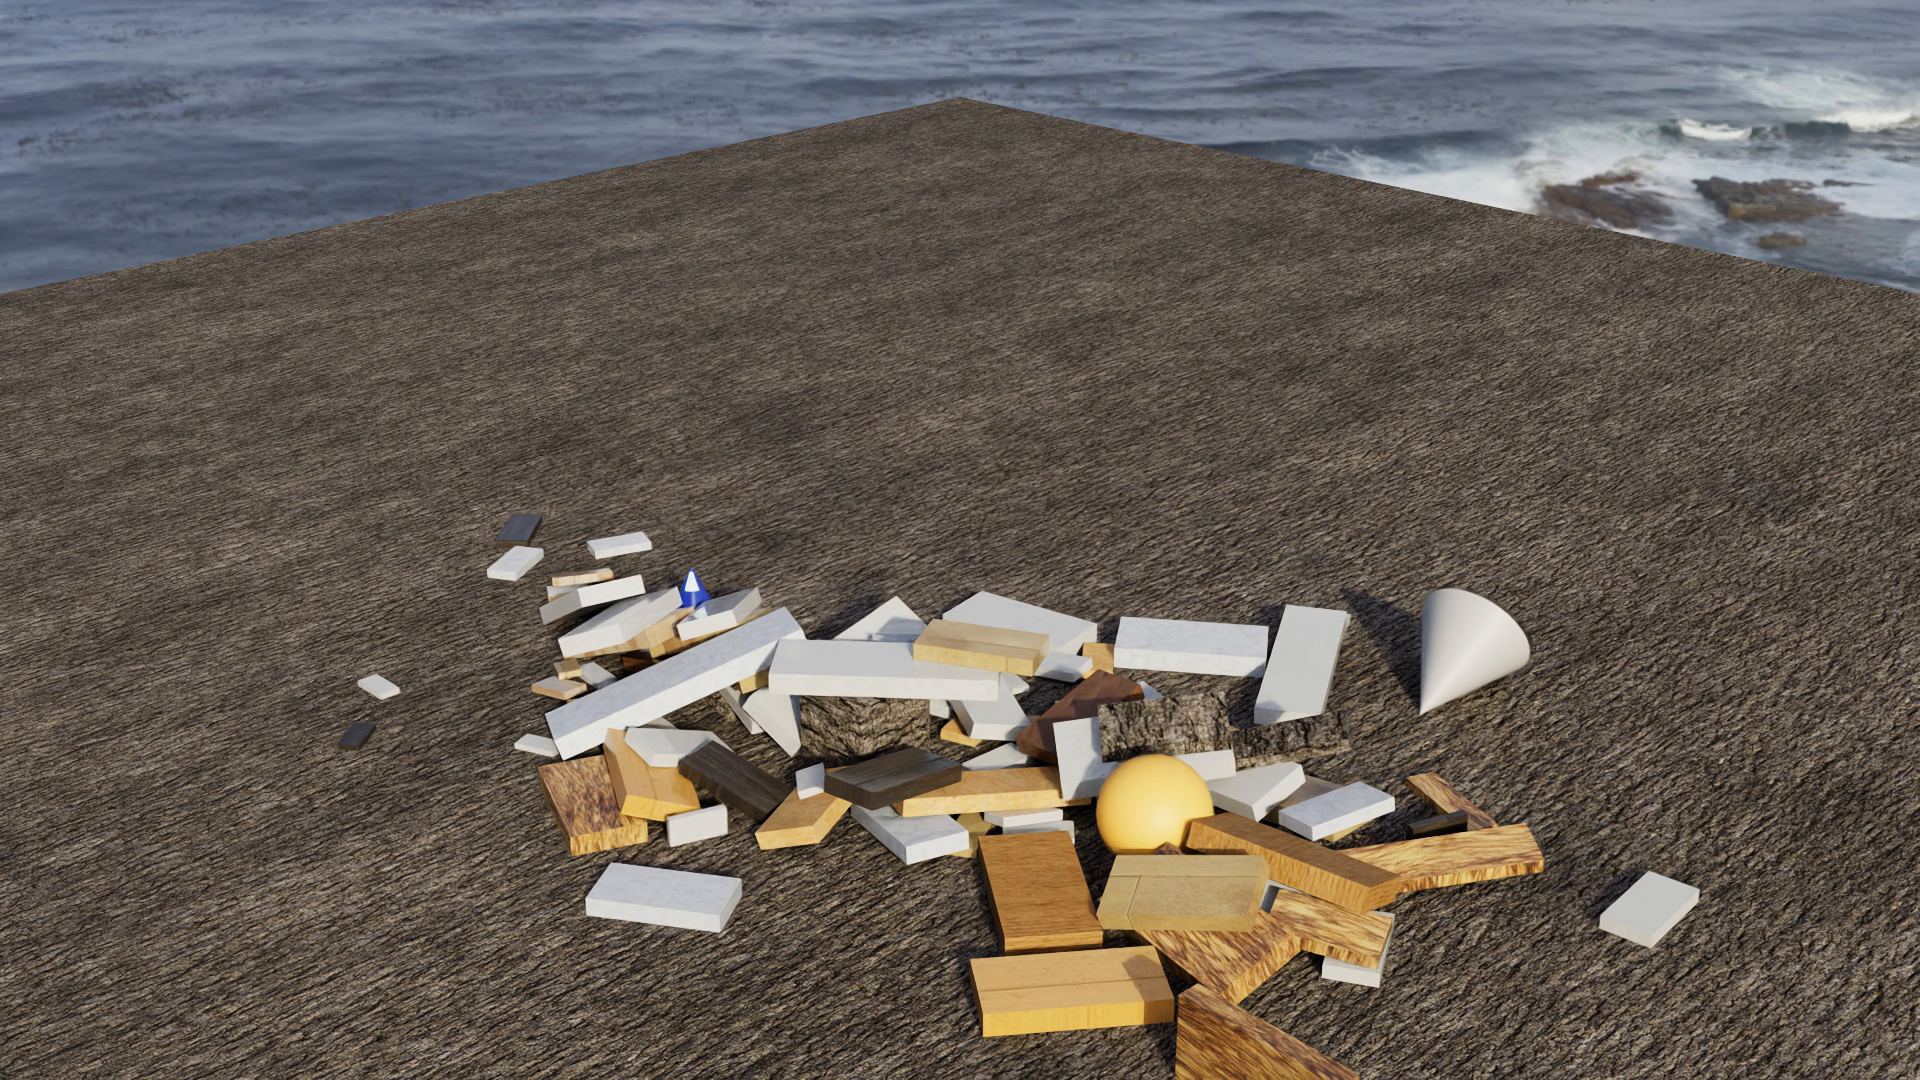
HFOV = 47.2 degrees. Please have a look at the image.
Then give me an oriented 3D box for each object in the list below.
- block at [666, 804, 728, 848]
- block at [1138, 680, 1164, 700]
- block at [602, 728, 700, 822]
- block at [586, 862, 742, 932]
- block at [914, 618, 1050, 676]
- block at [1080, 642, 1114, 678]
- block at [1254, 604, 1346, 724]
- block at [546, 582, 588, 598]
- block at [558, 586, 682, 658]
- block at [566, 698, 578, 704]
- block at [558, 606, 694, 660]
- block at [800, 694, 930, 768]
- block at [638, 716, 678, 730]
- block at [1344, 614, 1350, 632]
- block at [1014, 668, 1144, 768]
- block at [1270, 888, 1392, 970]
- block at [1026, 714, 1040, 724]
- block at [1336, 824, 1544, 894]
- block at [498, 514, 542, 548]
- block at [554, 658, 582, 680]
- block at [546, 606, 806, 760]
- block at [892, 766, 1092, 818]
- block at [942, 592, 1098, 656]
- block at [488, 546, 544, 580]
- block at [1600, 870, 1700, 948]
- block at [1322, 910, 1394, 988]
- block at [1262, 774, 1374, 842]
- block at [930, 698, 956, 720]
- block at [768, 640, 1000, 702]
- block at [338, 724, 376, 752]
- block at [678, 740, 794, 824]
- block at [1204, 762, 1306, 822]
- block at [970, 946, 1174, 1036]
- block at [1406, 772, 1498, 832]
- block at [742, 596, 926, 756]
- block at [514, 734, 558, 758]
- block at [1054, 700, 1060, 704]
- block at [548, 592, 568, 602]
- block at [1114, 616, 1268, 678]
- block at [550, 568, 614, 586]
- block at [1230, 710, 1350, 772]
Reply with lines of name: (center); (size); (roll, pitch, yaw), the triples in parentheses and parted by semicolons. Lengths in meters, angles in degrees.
block: (-0.520, 0.565, 4.352); (0.120, 0.060, 0.017); (-11, 26, -24)
block: (0.316, 0.404, 4.677); (0.287, 0.041, 0.144); (-24, 34, -23)
block: (-0.632, 0.483, 4.494); (0.153, 0.043, 0.306); (14, 16, -21)
block: (-0.555, 0.671, 4.133); (0.262, 0.037, 0.131); (5, 24, 12)
block: (0.046, 0.223, 4.577); (0.257, 0.036, 0.129); (7, 24, 16)
block: (0.319, 0.279, 5.077); (0.072, 0.021, 0.145); (2, 23, 5)
block: (0.779, 0.285, 5.009); (0.144, 0.041, 0.510); (6, 26, 14)
block: (-0.970, 0.125, 5.447); (0.103, 0.015, 0.051); (-6, 24, -14)
block: (-0.763, 0.183, 4.961); (0.155, 0.044, 0.311); (-14, 10, 20)
block: (-0.770, 0.370, 4.862); (0.192, 0.021, 0.075); (-5, 23, -11)
block: (-0.763, 0.214, 5.056); (0.310, 0.044, 0.155); (-9, 12, 42)
block: (-0.199, 0.379, 4.620); (0.193, 0.193, 0.193); (-21, 31, -40)
block: (-0.650, 0.415, 4.761); (0.061, 0.017, 0.135); (-16, 28, -33)
block: (0.887, 0.207, 5.248); (0.067, 0.019, 0.133); (8, 24, 18)
block: (0.252, 0.373, 4.611); (0.257, 0.036, 0.129); (-37, 34, -28)
block: (0.662, 0.699, 3.956); (0.209, 0.030, 0.104); (13, 39, 19)
block: (0.164, 0.407, 4.776); (0.145, 0.021, 0.072); (2, 23, 4)
block: (0.865, 0.618, 4.184); (0.472, 0.030, 0.104); (-8, 35, -4)
block: (-1.158, -0.024, 5.789); (0.079, 0.022, 0.180); (1, 23, 2)
block: (-0.894, 0.294, 5.006); (0.051, 0.015, 0.103); (-12, 14, -15)
block: (-0.607, 0.304, 4.715); (0.566, 0.049, 0.173); (-24, 20, -10)
block: (0.055, 0.505, 4.434); (0.405, 0.037, 0.131); (-1, 15, -21)
block: (0.141, 0.208, 5.211); (0.329, 0.047, 0.164); (15, 27, 32)
block: (-1.130, 0.059, 5.594); (0.079, 0.022, 0.158); (6, 24, 15)
block: (1.287, 0.688, 4.103); (0.102, 0.029, 0.203); (19, 29, 37)
block: (0.724, 0.736, 3.990); (0.102, 0.029, 0.203); (7, 24, 16)
block: (0.677, 0.524, 4.422); (0.148, 0.042, 0.295); (-20, 23, -39)
block: (-0.164, 0.308, 4.831); (0.331, 0.031, 0.108); (17, 32, -11)
block: (-0.152, 0.269, 4.573); (0.470, 0.047, 0.164); (2, 23, 4)
block: (-1.301, 0.425, 4.742); (0.048, 0.014, 0.096); (3, 23, 7)
block: (-0.453, 0.493, 4.484); (0.216, 0.031, 0.108); (28, 32, 20)
block: (0.540, 0.474, 4.467); (0.148, 0.042, 0.295); (-35, 31, -28)
block: (0.193, 0.787, 3.845); (0.332, 0.047, 0.166); (-3, 23, -7)
block: (0.997, 0.537, 4.470); (0.067, 0.019, 0.232); (-9, 25, -20)
block: (-0.252, 0.296, 4.888); (0.153, 0.043, 0.564); (44, 39, 10)
block: (-0.899, 0.439, 4.708); (0.096, 0.014, 0.048); (10, 25, 22)
block: (0.277, 0.369, 4.870); (0.120, 0.017, 0.060); (-7, 24, -17)
block: (-0.946, 0.136, 5.348); (0.061, 0.017, 0.122); (-16, 0, 17)
block: (0.539, 0.248, 5.114); (0.347, 0.049, 0.173); (4, 23, 8)
block: (-0.945, 0.093, 5.487); (0.149, 0.021, 0.075); (-6, 7, -15)
block: (0.570, 0.426, 4.458); (0.434, 0.029, 0.102); (-12, 28, 13)
